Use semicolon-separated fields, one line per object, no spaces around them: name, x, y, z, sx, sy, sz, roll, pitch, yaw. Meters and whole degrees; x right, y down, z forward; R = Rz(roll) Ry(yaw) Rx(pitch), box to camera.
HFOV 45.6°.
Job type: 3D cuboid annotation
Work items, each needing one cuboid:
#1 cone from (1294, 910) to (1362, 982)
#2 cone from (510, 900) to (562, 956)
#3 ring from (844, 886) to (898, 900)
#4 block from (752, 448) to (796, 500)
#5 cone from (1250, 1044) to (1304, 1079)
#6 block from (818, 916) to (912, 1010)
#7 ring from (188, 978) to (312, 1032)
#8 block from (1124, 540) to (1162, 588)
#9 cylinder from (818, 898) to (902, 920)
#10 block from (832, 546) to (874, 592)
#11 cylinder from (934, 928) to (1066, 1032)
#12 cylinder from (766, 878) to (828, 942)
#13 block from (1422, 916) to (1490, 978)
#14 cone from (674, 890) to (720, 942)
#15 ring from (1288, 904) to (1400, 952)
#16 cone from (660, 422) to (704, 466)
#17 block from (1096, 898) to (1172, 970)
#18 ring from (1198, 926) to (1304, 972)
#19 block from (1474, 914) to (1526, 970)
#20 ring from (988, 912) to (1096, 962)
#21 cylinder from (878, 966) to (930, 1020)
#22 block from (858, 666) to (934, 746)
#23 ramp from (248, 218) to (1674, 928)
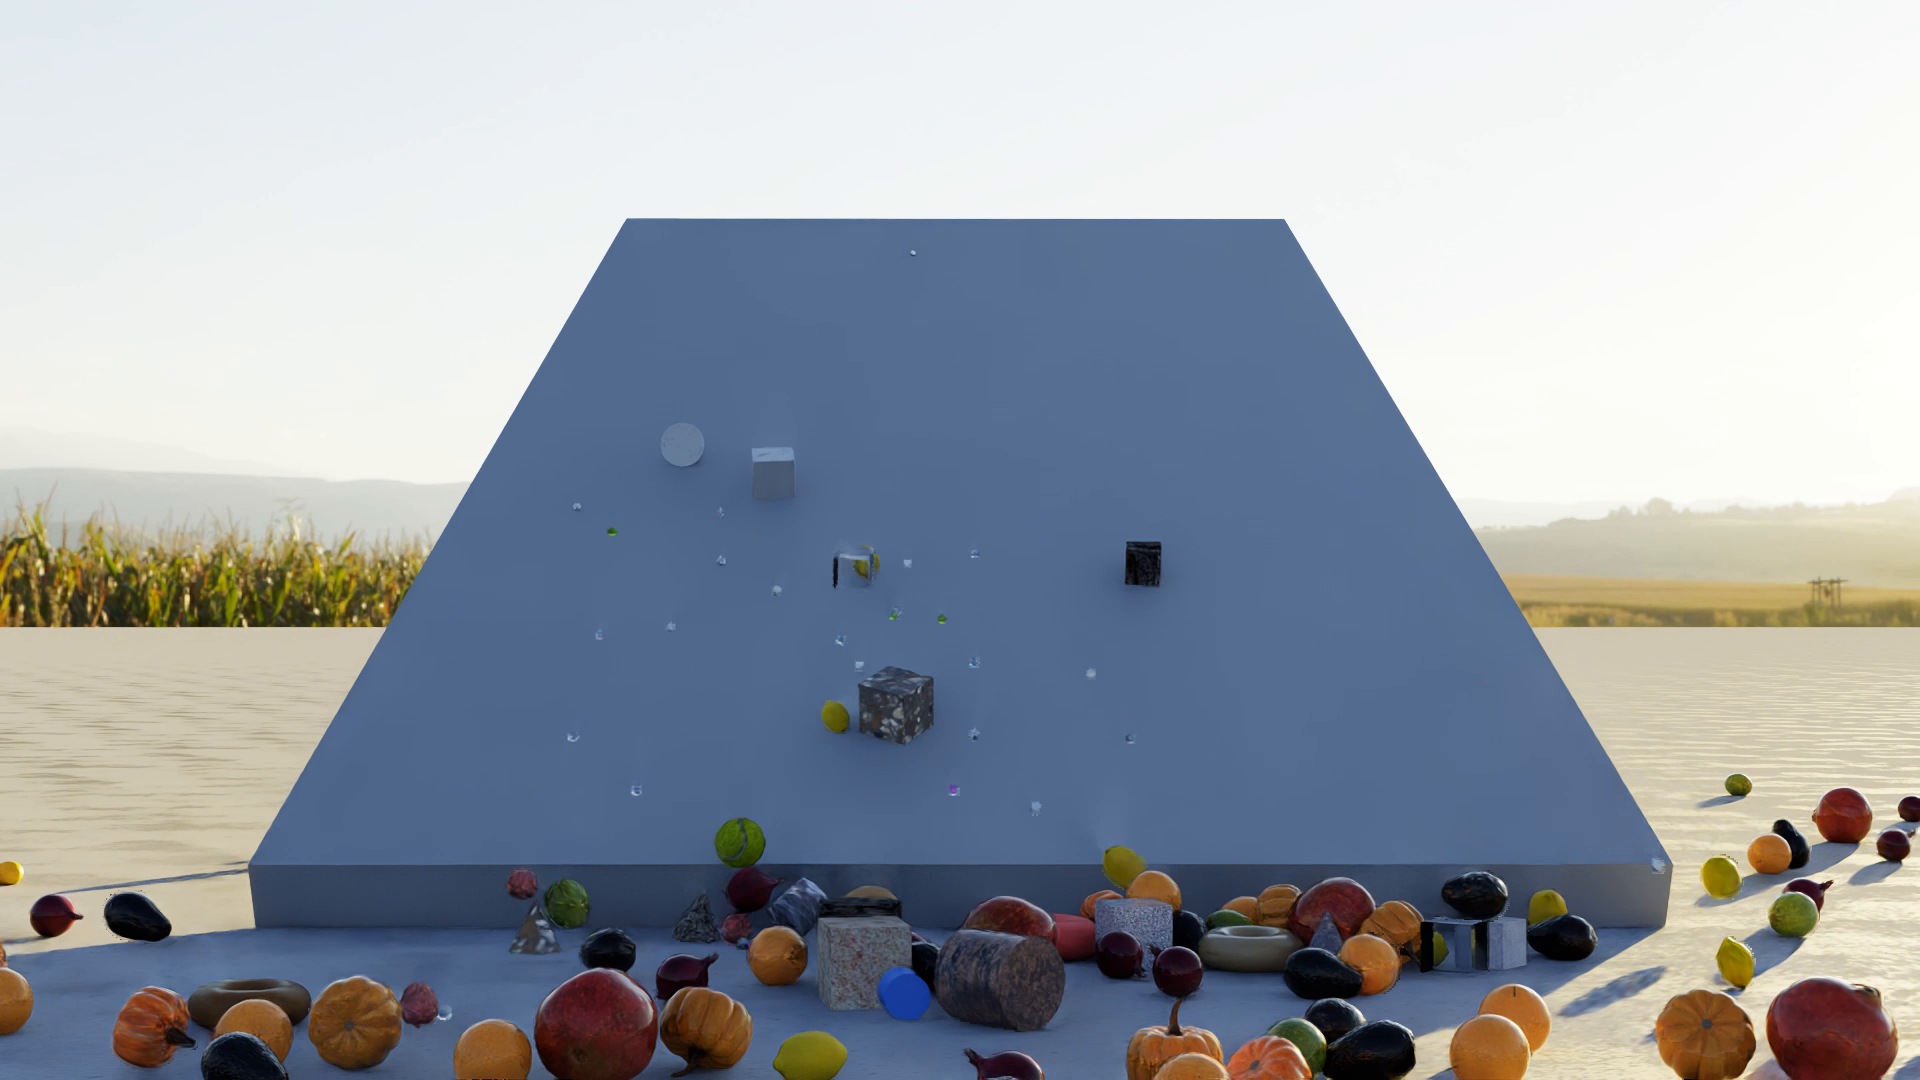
cone;0.449;0.492;2.787;0.082;0.082;0.082;0;-2;0
cone;-0.557;0.505;2.995;0.069;0.069;0.069;0;-2;0
ring;-0.124;0.510;3.117;0.089;0.030;0.089;-2;40;1
block;-0.378;-0.134;4.619;0.083;0.083;0.083;-2;21;-6
cone;0.299;0.494;2.047;0.057;0.057;0.057;35;20;35
block;-0.109;0.480;2.595;0.091;0.091;0.091;0;-2;-13
ring;-0.764;0.500;2.455;0.128;0.043;0.128;1;-2;0
block;0.336;0.044;4.185;0.064;0.064;0.064;2;21;5
cylinder;-0.118;0.479;2.710;0.099;0.099;0.099;0;-4;0
block;-0.193;0.053;4.159;0.064;0.064;0.064;4;21;9
cylinder;0.042;0.471;2.450;0.100;0.100;0.100;2;-3;-44
cylinder;-0.217;0.500;3.082;0.061;0.061;0.061;-42;22;-30
block;0.612;0.502;2.817;0.064;0.064;0.064;-1;-2;33
cone;-0.352;0.505;3.095;0.065;0.065;0.065;10;5;-1
ring;0.512;0.518;3.046;0.149;0.050;0.149;1;-2;0
cone;-0.581;-0.196;4.836;0.093;0.093;0.093;0;-6;2
block;0.220;0.498;2.889;0.077;0.077;0.077;1;-2;-14
ring;0.365;0.513;2.863;0.134;0.045;0.134;0;-1;0
block;0.674;0.507;2.879;0.058;0.058;0.058;-2;-3;43
ring;0.108;0.514;2.955;0.150;0.050;0.150;1;-2;0
cylinder;-0.062;0.497;2.503;0.051;0.051;0.051;0;-2;-10
block;-0.100;0.260;3.591;0.084;0.084;0.084;13;24;29
ramp;-0.006;-0.215;5.085;2.000;0.100;4.000;0;21;0
